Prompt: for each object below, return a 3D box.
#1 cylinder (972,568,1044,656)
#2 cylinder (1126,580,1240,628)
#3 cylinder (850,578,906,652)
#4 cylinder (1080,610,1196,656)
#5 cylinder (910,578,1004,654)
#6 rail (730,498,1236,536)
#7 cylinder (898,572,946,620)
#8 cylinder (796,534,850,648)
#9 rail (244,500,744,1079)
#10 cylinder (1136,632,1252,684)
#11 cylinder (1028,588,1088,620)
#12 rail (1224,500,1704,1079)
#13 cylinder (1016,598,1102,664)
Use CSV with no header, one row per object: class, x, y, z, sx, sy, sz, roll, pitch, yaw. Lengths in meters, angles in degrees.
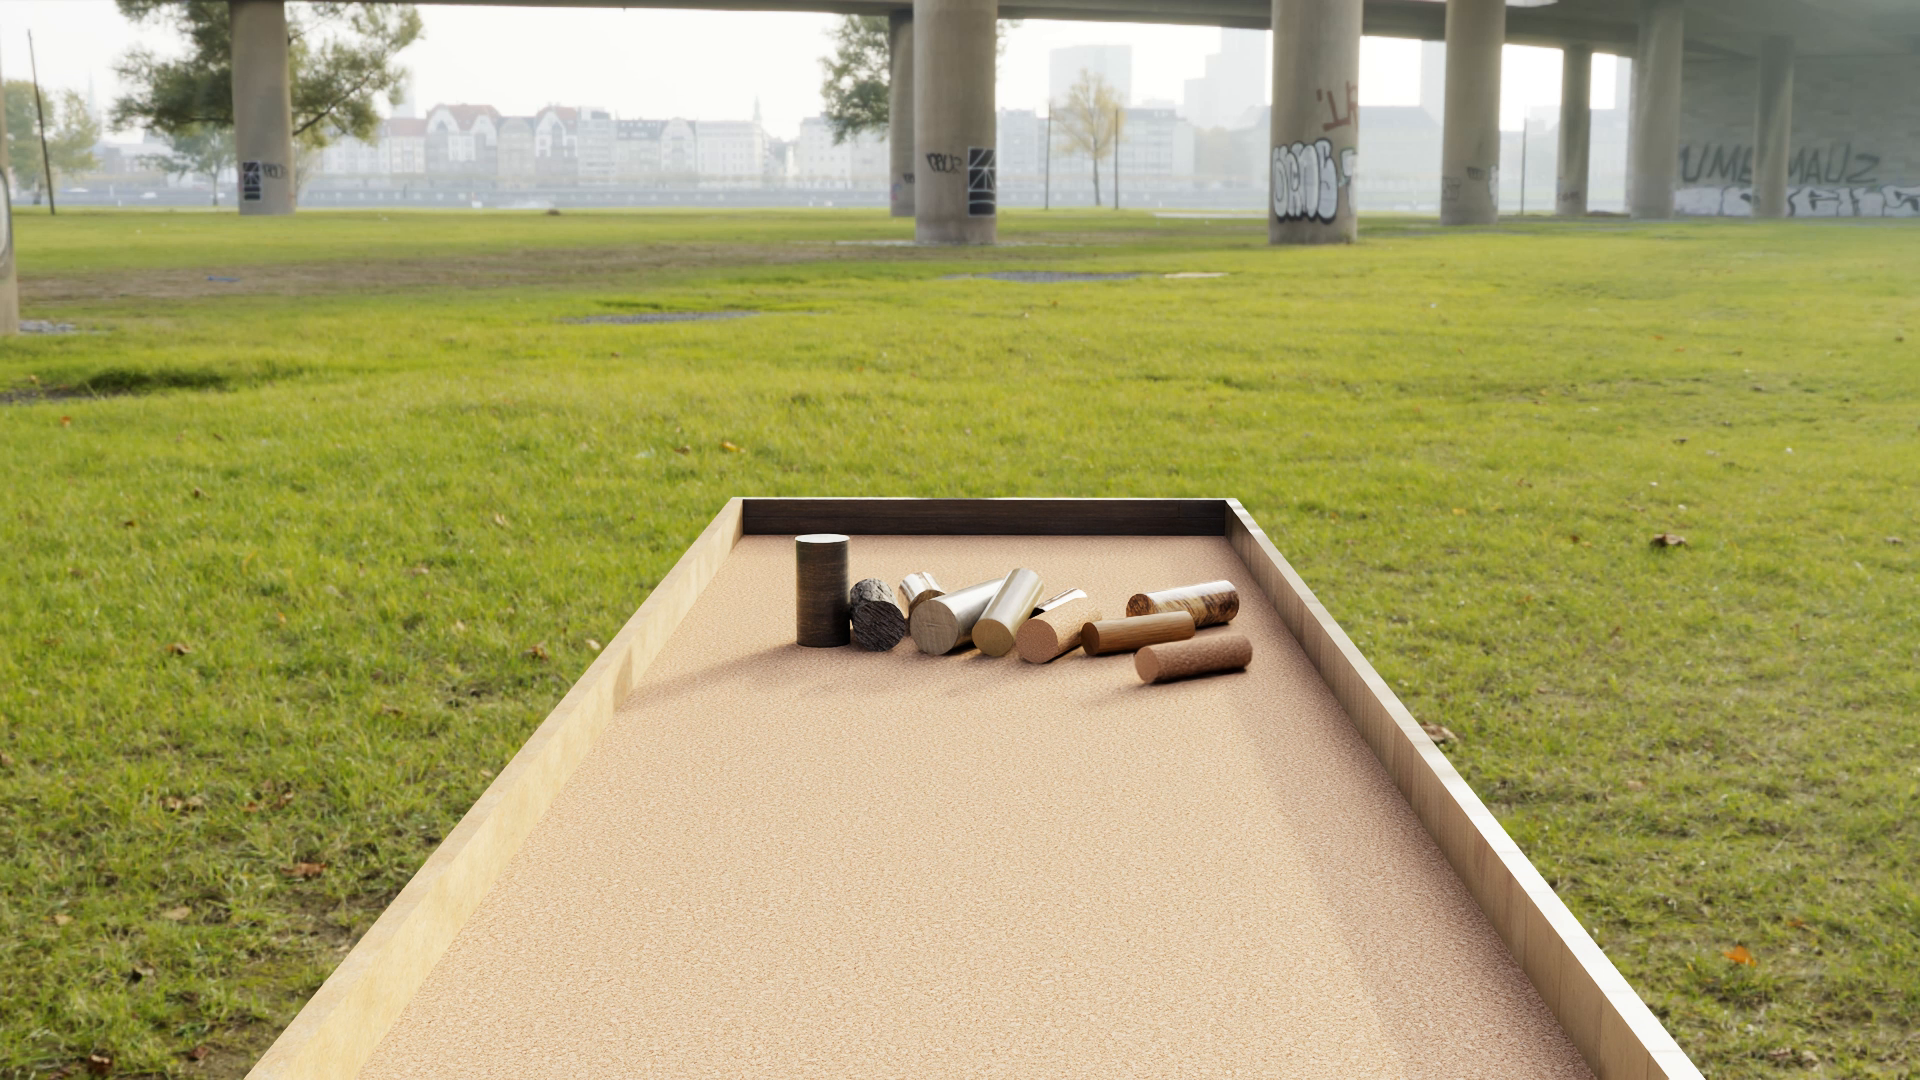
cylinder,0.151,0.223,6.862,0.132,0.132,0.328,3,29,20
cylinder,0.727,0.222,7.161,0.387,0.141,0.141,-8,12,-40
cylinder,-0.270,0.236,7.005,0.162,0.162,0.396,-1,9,-6
cylinder,0.555,0.289,6.850,0.363,0.104,0.104,-5,10,-31
cylinder,0.028,0.238,6.959,0.171,0.171,0.448,5,10,29
rail,0.099,-0.098,9.147,2.100,0.150,0.050,0,9,1
cylinder,-0.112,0.208,7.210,0.152,0.152,0.332,-1,9,-8
cylinder,-0.433,0.159,6.939,0.171,0.334,0.171,0,9,0
rail,-1.004,0.839,3.234,0.050,0.150,12.000,0,9,1
cylinder,0.691,0.347,6.482,0.364,0.107,0.107,-6,11,-34
cylinder,0.312,0.240,7.155,0.106,0.106,0.371,4,10,21
rail,1.046,0.843,3.208,0.050,0.150,12.000,0,9,1
cylinder,0.310,0.277,6.824,0.137,0.137,0.394,4,10,23
